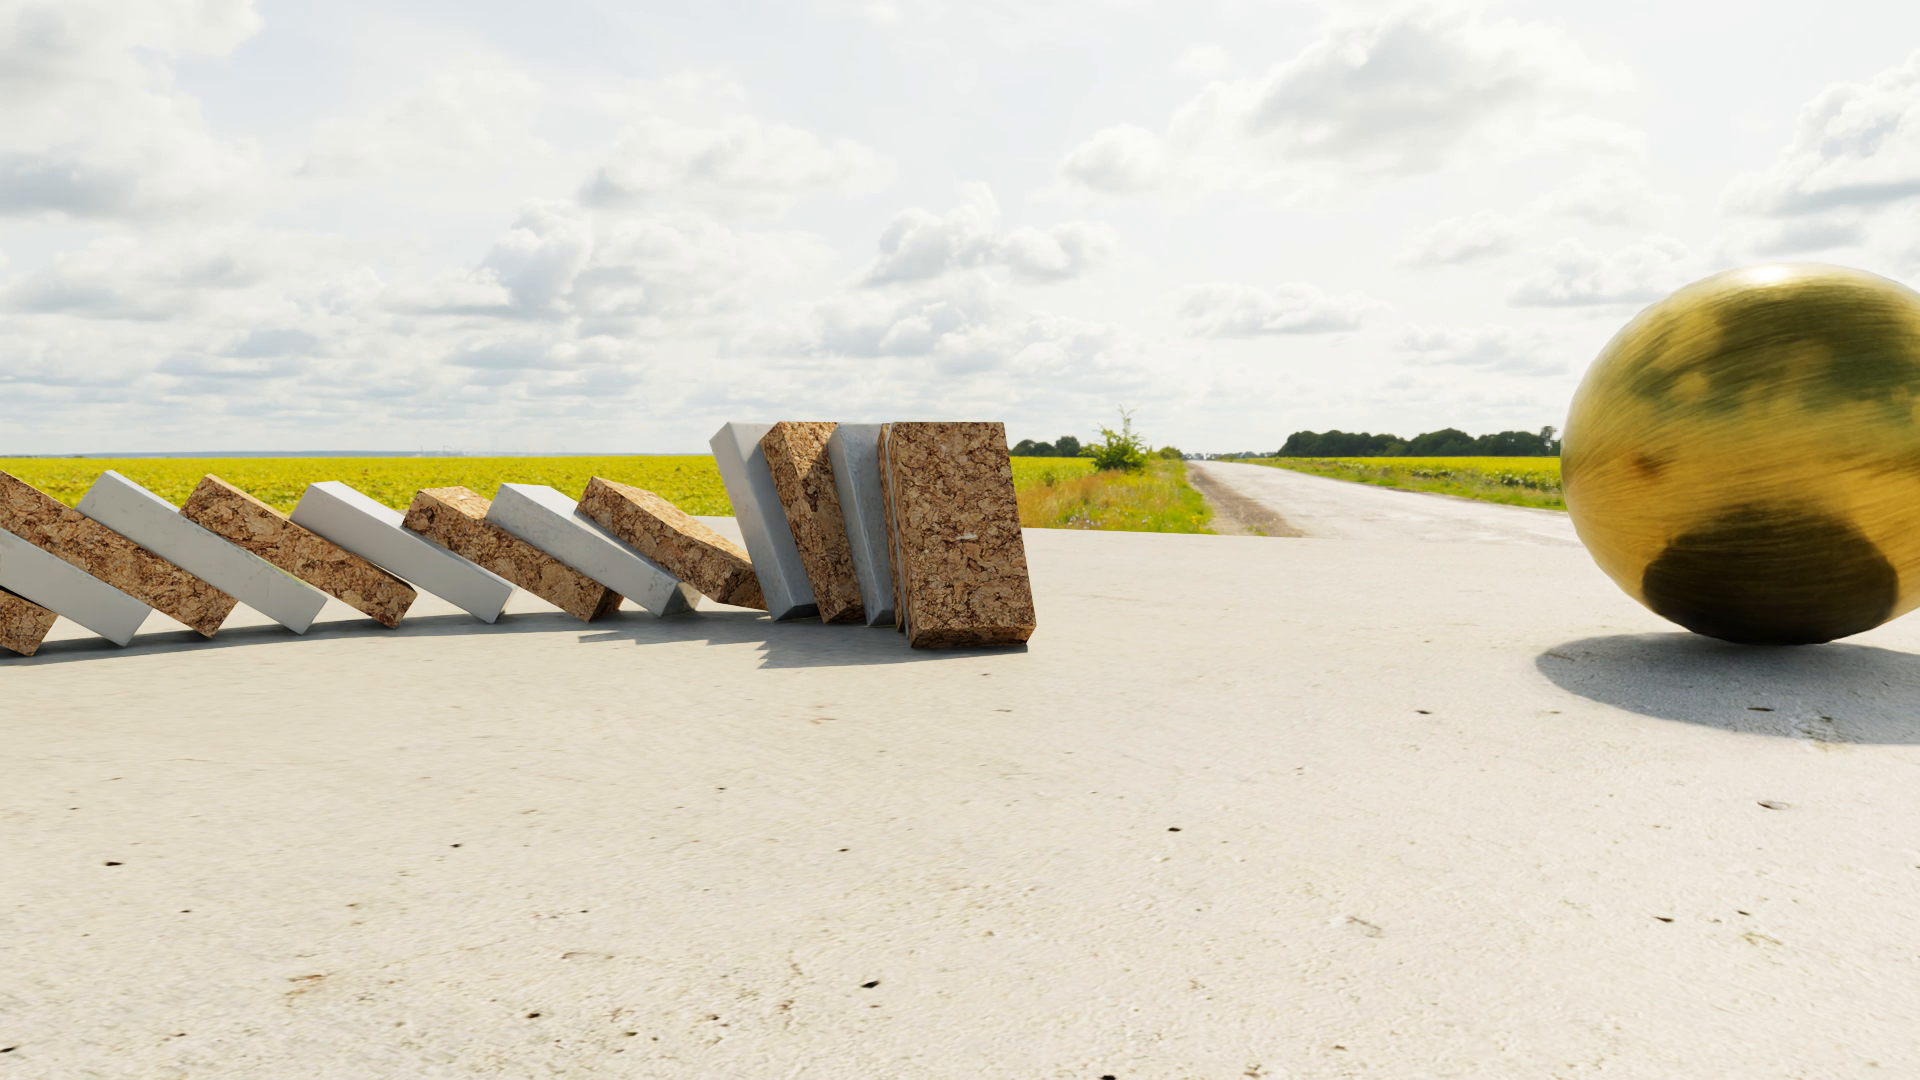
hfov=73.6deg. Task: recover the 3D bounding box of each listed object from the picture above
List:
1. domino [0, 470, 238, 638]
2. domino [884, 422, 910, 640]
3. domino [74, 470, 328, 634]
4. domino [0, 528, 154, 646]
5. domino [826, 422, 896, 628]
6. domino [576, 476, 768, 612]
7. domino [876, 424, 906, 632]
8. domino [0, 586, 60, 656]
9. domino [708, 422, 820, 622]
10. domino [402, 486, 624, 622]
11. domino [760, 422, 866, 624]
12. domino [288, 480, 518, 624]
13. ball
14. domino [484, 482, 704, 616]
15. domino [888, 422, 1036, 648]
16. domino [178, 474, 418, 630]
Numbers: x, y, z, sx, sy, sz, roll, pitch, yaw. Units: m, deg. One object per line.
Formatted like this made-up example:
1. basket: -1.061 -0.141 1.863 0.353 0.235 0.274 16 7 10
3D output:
1. domino: -0.183 0.003 0.275 0.050 0.009 0.025 39 -20 -29
2. domino: -0.002 -0.003 0.289 0.025 0.050 0.010 -1 -28 -13
3. domino: -0.168 0.003 0.285 0.050 0.009 0.025 38 -15 -27
4. domino: -0.195 0.004 0.264 0.050 0.009 0.025 40 -21 -33
5. domino: -0.014 -0.005 0.310 0.025 0.050 0.009 -2 -27 -27
6. domino: -0.070 0.001 0.324 0.050 0.009 0.025 30 5 25
7. domino: -0.004 -0.004 0.300 0.025 0.050 0.010 -1 -28 -13
8. domino: -0.208 0.006 0.253 0.050 0.009 0.025 35 -18 -34
9. domino: -0.042 -0.005 0.319 0.025 0.050 0.009 -4 -24 -46
10. domino: -0.108 0.003 0.317 0.050 0.010 0.025 28 4 -1
11. domino: -0.029 -0.005 0.316 0.025 0.050 0.010 -4 -24 -44
12. domino: -0.132 0.003 0.309 0.050 0.010 0.025 30 -3 -14
13. ball: 0.170 -0.018 0.269 0.080 0.080 0.080 0 4 0
14. domino: -0.089 0.002 0.319 0.050 0.010 0.025 28 4 6
15. domino: 0.000 -0.002 0.277 0.025 0.050 0.009 -1 -28 -13
16. domino: -0.152 0.003 0.296 0.050 0.009 0.025 36 -13 -25
